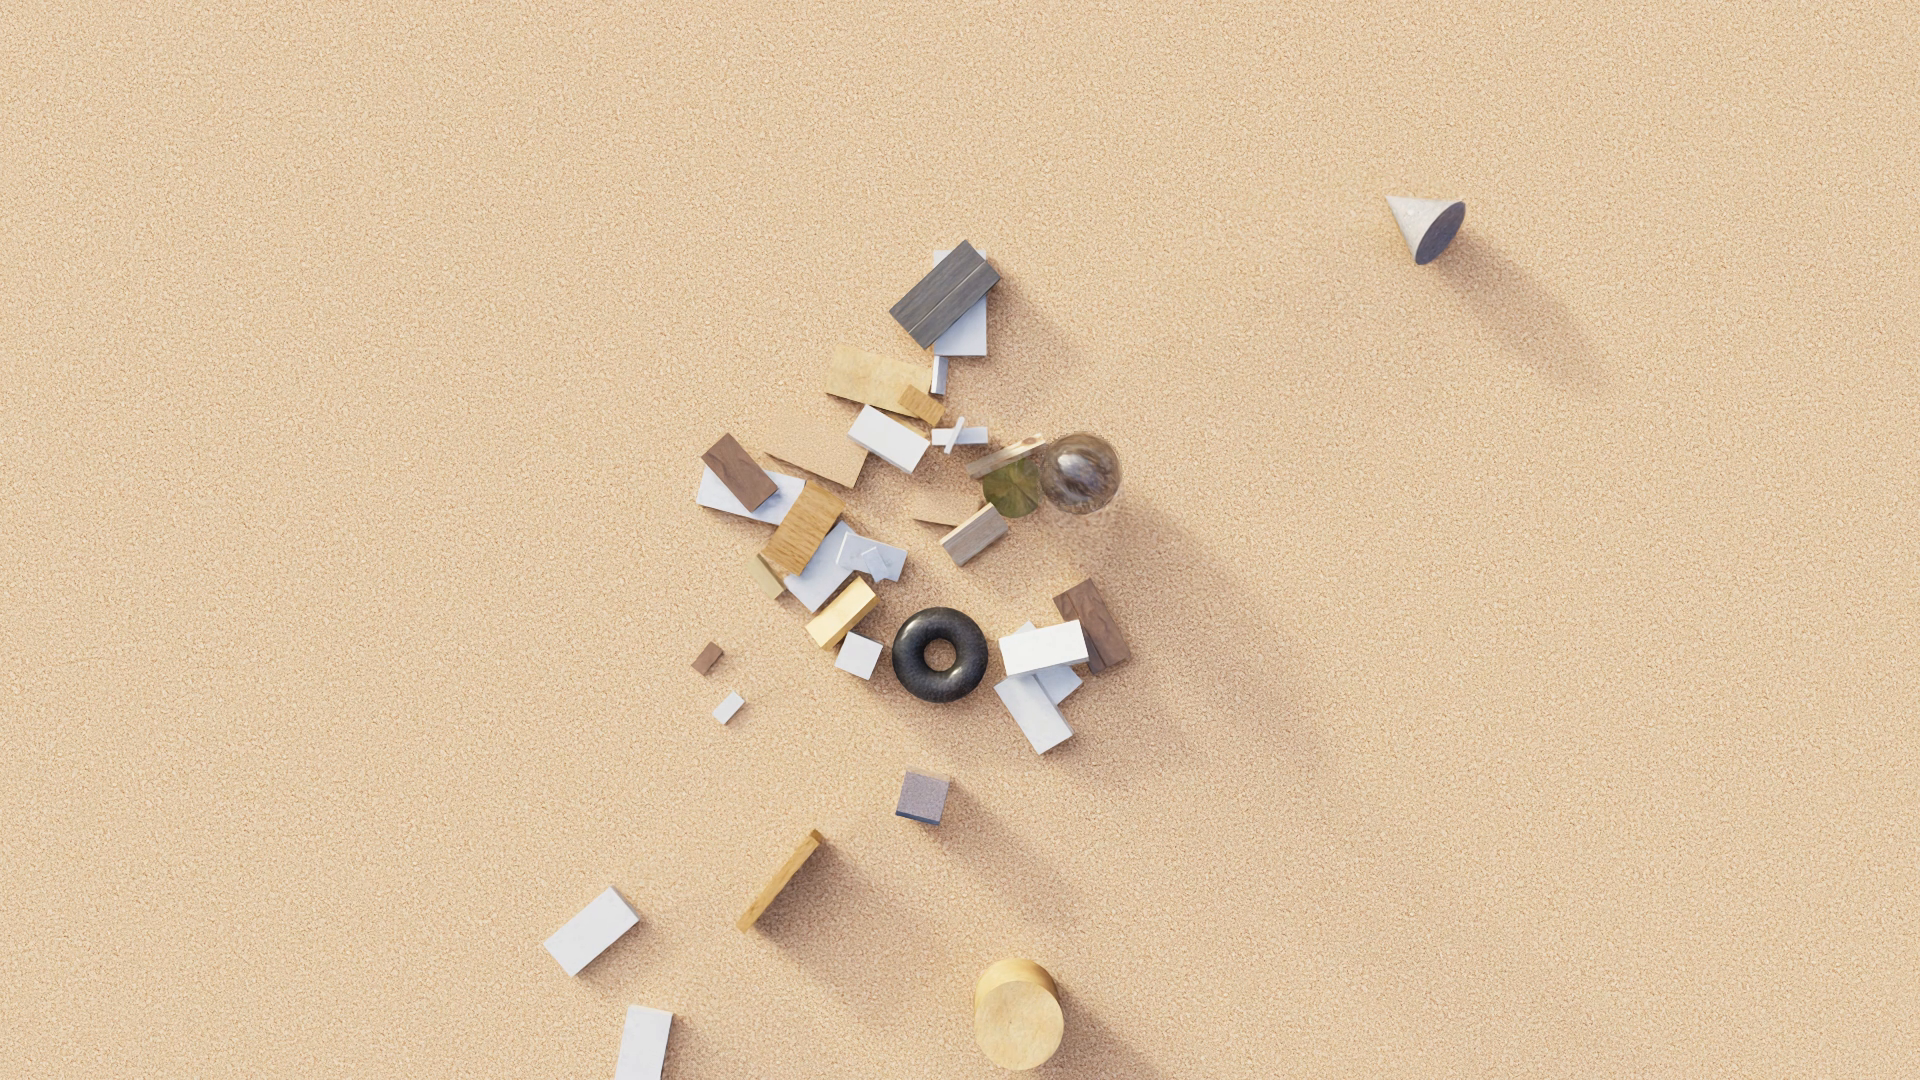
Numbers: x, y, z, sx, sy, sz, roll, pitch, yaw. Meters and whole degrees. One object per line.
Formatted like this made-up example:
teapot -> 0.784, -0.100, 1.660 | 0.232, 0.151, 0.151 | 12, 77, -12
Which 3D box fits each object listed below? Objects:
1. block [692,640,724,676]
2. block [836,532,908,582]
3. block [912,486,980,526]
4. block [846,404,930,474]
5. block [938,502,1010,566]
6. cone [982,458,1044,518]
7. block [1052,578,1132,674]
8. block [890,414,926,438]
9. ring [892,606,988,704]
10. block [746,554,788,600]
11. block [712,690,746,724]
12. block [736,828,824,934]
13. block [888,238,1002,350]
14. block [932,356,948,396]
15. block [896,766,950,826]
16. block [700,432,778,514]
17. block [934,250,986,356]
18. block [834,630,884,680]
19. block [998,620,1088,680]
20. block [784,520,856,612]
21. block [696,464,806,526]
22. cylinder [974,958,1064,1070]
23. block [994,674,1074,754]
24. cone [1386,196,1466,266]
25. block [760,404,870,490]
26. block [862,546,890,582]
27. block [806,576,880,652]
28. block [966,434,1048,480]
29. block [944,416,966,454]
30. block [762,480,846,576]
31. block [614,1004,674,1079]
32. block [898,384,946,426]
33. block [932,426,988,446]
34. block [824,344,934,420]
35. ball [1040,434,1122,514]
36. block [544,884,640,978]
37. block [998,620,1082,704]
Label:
block -> -0.842, 0.393, 5.492 | 0.053, 0.015, 0.106 | 39, 90, 0
block -> -0.291, 0.056, 5.448 | 0.213, 0.030, 0.107 | 17, 98, -17
block -> -0.049, -0.107, 5.485 | 0.213, 0.030, 0.107 | 9, 90, 0
block -> -0.236, -0.331, 5.447 | 0.247, 0.035, 0.123 | 31, 71, 0
block -> 0.048, -0.017, 5.461 | 0.213, 0.030, 0.107 | -37, 118, 0
cone -> 0.180, -0.178, 5.396 | 0.208, 0.208, 0.208 | 0, 90, 0
block -> 0.437, 0.287, 5.480 | 0.144, 0.041, 0.288 | -28, 90, 0
block -> -0.184, -0.361, 5.491 | 0.137, 0.017, 0.061 | 29, 90, 0
ring -> -0.066, 0.380, 5.447 | 0.321, 0.107, 0.321 | 0, 91, 1
block -> -0.643, 0.123, 5.469 | 0.147, 0.021, 0.073 | 51, 129, 0
block -> -0.771, 0.558, 5.492 | 0.053, 0.015, 0.106 | 43, 90, 0
block -> -0.592, 1.120, 5.426 | 0.042, 0.147, 0.382 | 40, 90, 1
block -> -0.050, -0.806, 5.427 | 0.346, 0.049, 0.173 | -43, 90, 0
block -> -0.066, -0.545, 5.470 | 0.017, 0.061, 0.121 | 6, 90, 31
block -> -0.122, 0.839, 5.426 | 0.147, 0.147, 0.147 | 14, 90, 0
block -> -0.726, -0.221, 5.435 | 0.123, 0.035, 0.247 | -42, 90, 0
block -> 0.000, -0.784, 5.476 | 0.173, 0.049, 0.346 | 0, 90, 0
block -> -0.331, 0.378, 5.439 | 0.121, 0.121, 0.121 | 23, 90, 0
block -> 0.274, 0.360, 5.412 | 0.271, 0.038, 0.135 | -13, 62, 1
block -> -0.439, 0.088, 5.480 | 0.144, 0.041, 0.288 | 44, 90, 0
block -> -0.693, -0.160, 5.476 | 0.332, 0.047, 0.166 | 15, 90, 0
cylinder -> 0.187, 1.535, 5.358 | 0.283, 0.283, 0.283 | 0, 90, 0
block -> 0.244, 0.560, 5.456 | 0.135, 0.038, 0.271 | -33, 92, 17
cone -> 1.494, -1.076, 5.446 | 0.242, 0.242, 0.242 | -46, 63, 0
block -> -0.475, -0.310, 5.476 | 0.332, 0.047, 0.166 | 23, 90, 0
block -> -0.278, 0.081, 5.433 | 0.053, 0.015, 0.106 | -28, 108, -6
block -> -0.386, 0.244, 5.443 | 0.247, 0.123, 0.035 | -44, 133, 0
block -> 0.152, -0.276, 5.463 | 0.274, 0.073, 0.021 | -24, 121, 0
block -> -0.017, -0.325, 5.123 | 0.017, 0.061, 0.122 | 25, 93, -1
block -> -0.513, -0.039, 5.435 | 0.144, 0.041, 0.288 | 33, 89, -3
block -> -1.054, 1.705, 5.479 | 0.147, 0.042, 0.293 | 11, 90, 0
block -> -0.125, -0.444, 5.443 | 0.147, 0.021, 0.073 | 34, 90, 0
block -> -0.001, -0.334, 5.326 | 0.173, 0.346, 0.049 | -3, 93, 0
block -> -0.268, -0.524, 5.476 | 0.332, 0.047, 0.166 | 16, 90, 0
ball -> 0.392, -0.215, 5.367 | 0.266, 0.266, 0.266 | 0, 90, 0
block -> -1.222, 1.298, 5.479 | 0.293, 0.042, 0.147 | -40, 90, 0
block -> 0.267, 0.413, 5.481 | 0.135, 0.038, 0.271 | -41, 90, 0
